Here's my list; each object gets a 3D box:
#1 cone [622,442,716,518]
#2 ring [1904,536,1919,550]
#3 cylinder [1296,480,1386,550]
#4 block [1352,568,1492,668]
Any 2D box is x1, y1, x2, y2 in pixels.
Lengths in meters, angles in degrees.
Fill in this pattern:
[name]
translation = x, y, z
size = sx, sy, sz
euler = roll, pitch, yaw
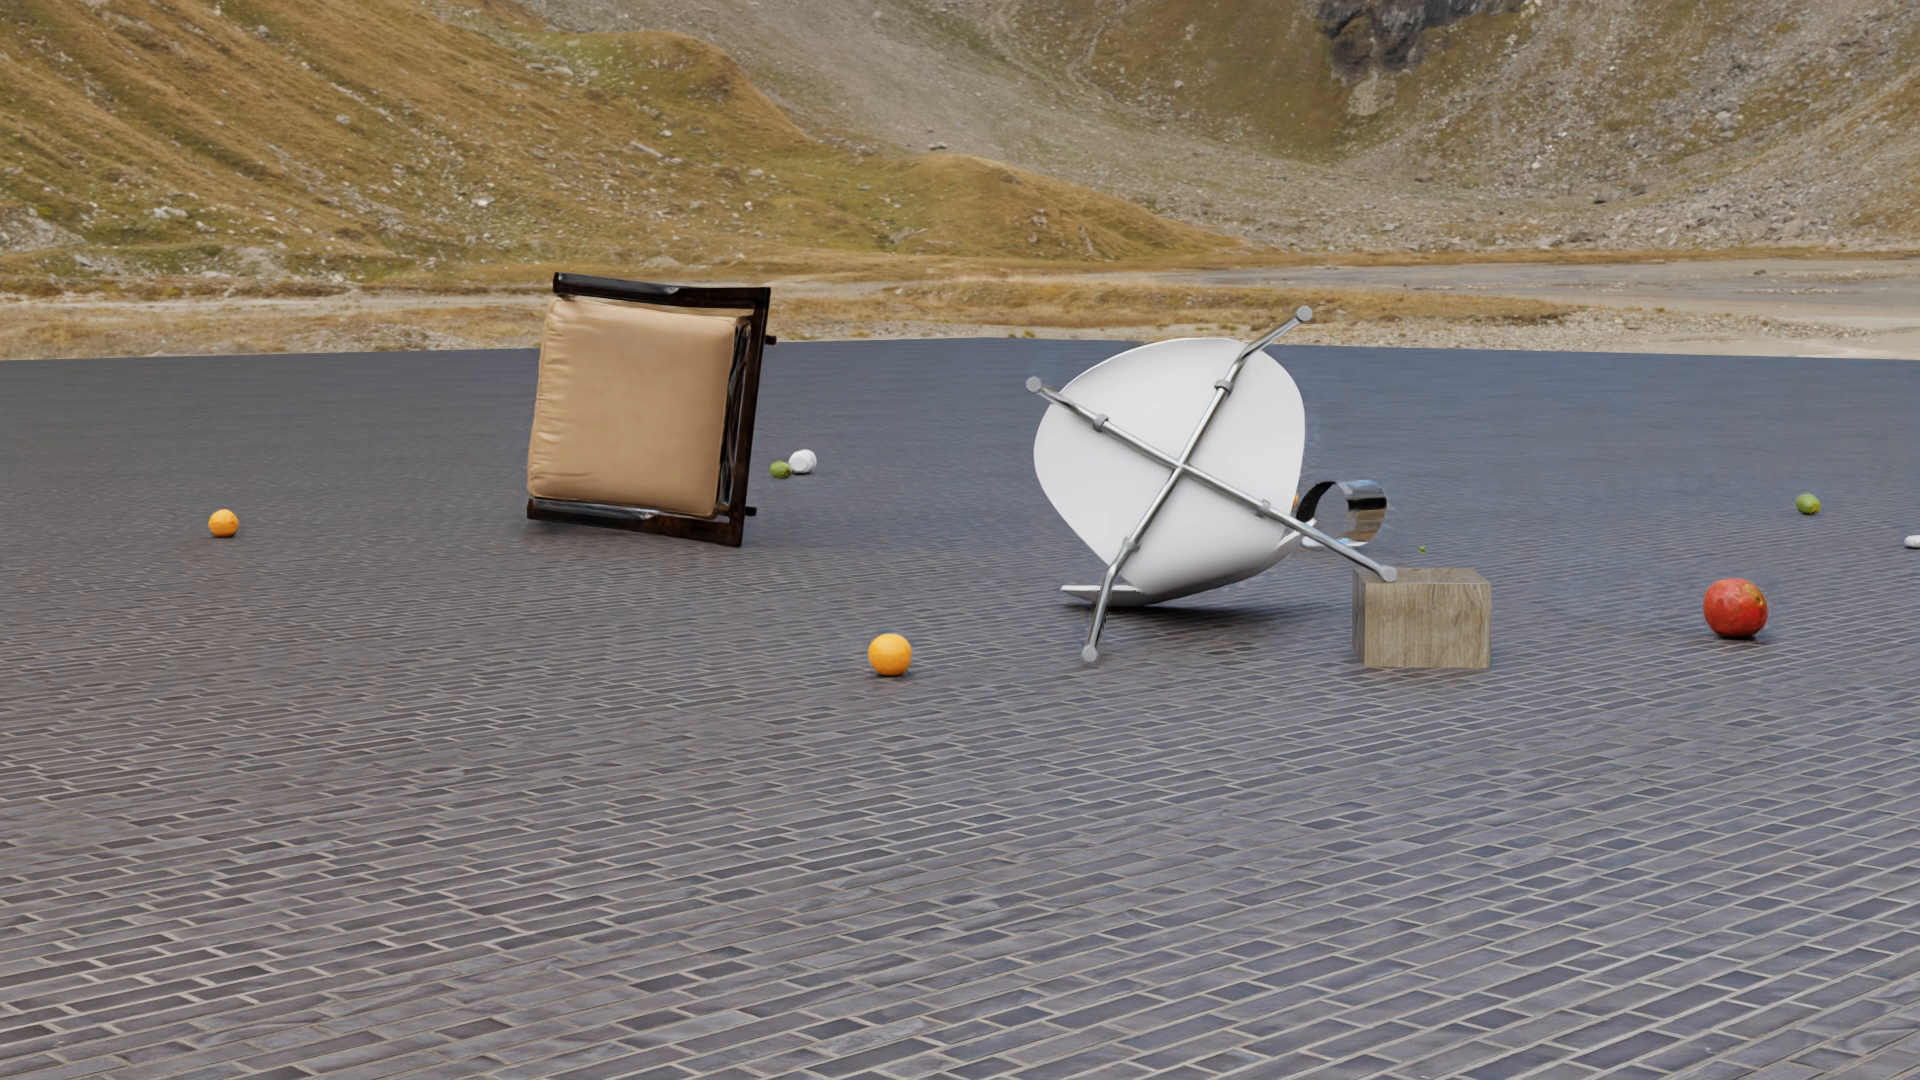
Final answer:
[cone]
translation = -0.807, -0.175, 7.123
size = 0.257, 0.202, 0.325
euler = -2, 6, -16
[ring]
translation = 2.338, 0.006, 6.217
size = 0.089, 0.029, 0.116
euler = -1, 5, -4
[cylinder]
translation = 0.918, -0.062, 6.192
size = 0.112, 0.149, 0.224
euler = -3, -22, -28
[block]
translation = 0.796, 0.132, 4.441
size = 0.210, 0.142, 0.244
euler = 0, 6, 4
